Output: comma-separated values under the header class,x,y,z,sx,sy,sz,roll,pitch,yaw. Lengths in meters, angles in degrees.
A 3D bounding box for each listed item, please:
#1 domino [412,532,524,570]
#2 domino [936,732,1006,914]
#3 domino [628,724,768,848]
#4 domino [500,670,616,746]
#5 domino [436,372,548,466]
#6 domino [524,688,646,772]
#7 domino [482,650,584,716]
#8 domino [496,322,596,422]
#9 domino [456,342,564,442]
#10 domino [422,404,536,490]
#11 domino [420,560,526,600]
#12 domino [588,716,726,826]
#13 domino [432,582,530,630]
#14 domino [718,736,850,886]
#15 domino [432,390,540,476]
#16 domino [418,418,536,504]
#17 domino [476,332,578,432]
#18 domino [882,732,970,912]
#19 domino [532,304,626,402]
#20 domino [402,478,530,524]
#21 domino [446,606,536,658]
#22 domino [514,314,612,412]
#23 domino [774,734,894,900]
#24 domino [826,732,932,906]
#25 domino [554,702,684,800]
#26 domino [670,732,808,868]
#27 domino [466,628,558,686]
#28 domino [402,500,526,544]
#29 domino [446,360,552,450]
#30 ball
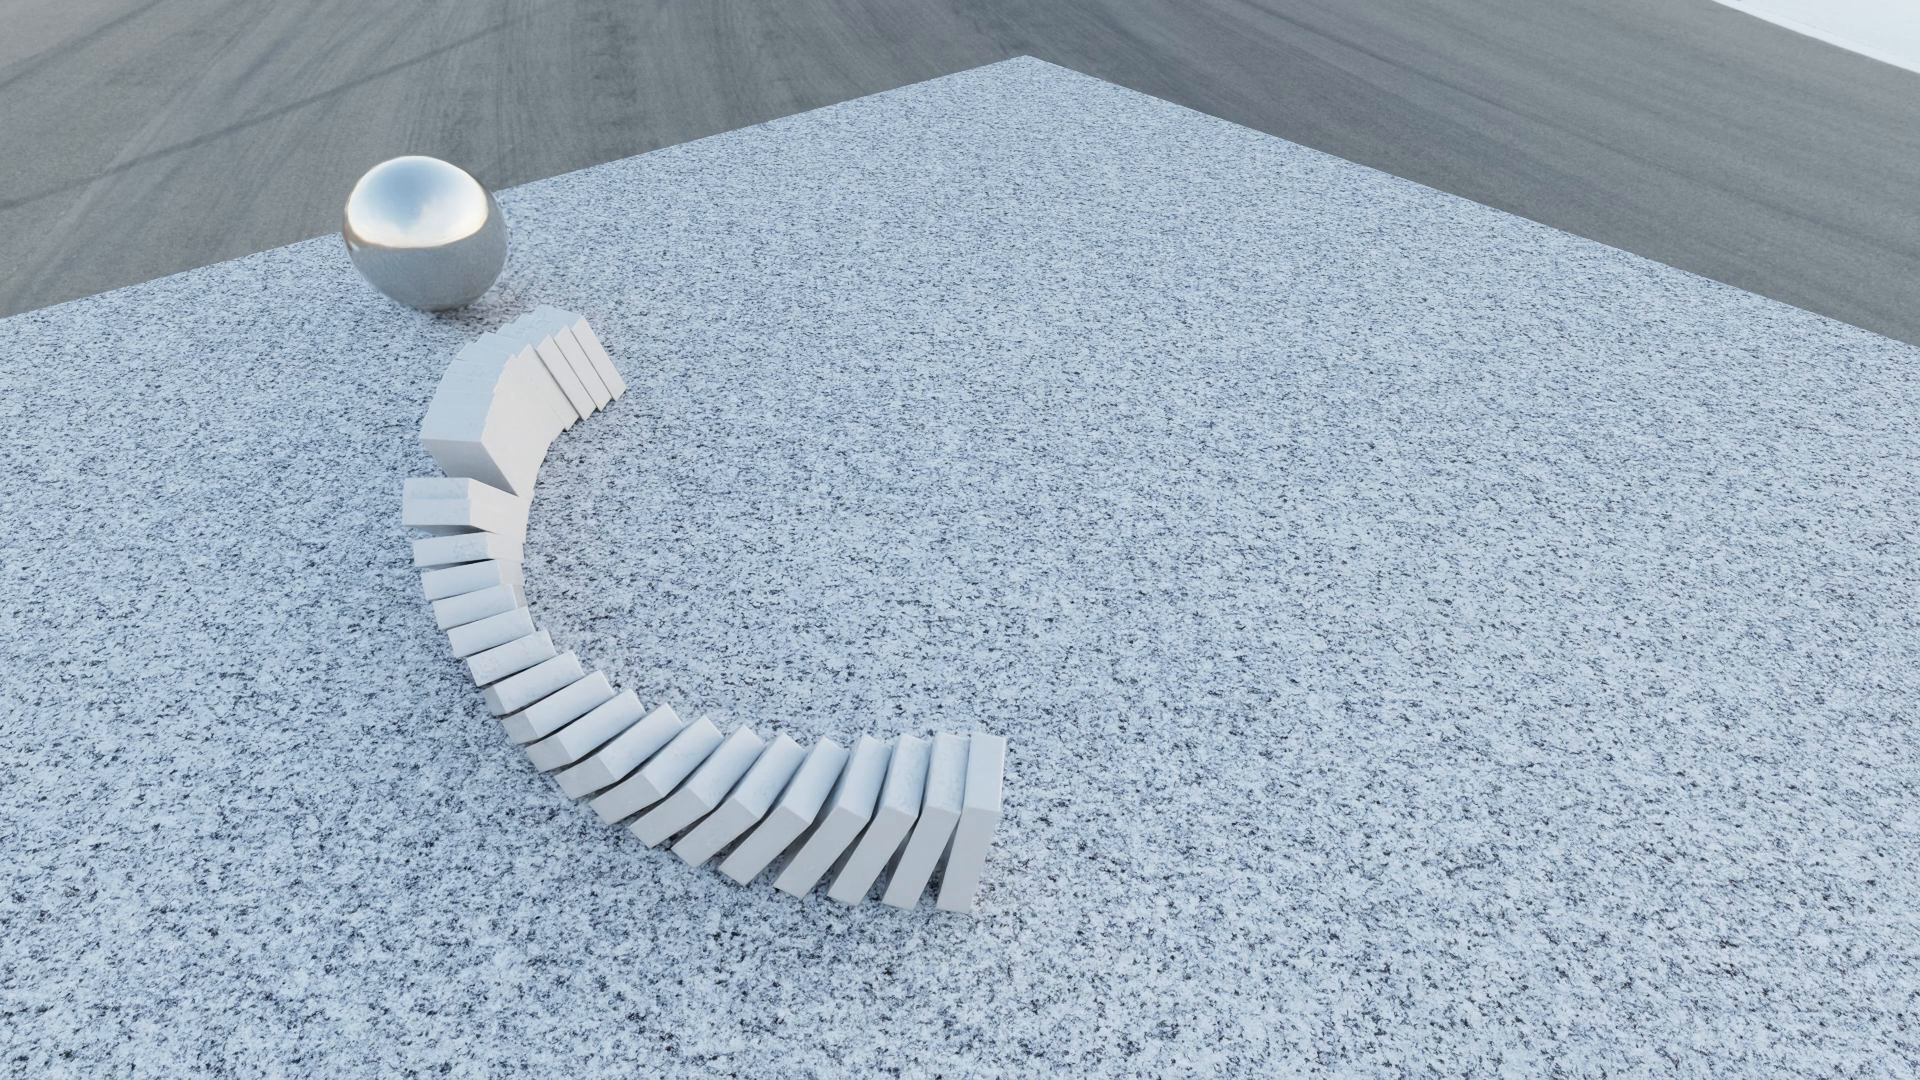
class,x,y,z,sx,sy,sz,roll,pitch,yaw
domino,-0.183,0.005,0.413,0.025,0.010,0.050,-7,-2,-9
domino,0.003,0.081,0.312,0.010,0.050,0.025,11,40,-2
domino,-0.078,0.074,0.326,0.010,0.050,0.025,46,47,-6
domino,-0.130,0.054,0.352,0.025,0.009,0.050,-30,4,-32
domino,-0.200,-0.051,0.473,0.025,0.050,0.009,8,59,10
domino,-0.118,0.060,0.344,0.025,0.050,0.009,-34,95,-34
domino,-0.141,0.047,0.361,0.025,0.009,0.050,-26,3,-29
domino,-0.190,-0.076,0.505,0.025,0.050,0.010,17,62,19
domino,-0.200,-0.065,0.491,0.025,0.050,0.010,17,62,19
domino,-0.198,-0.037,0.456,0.025,0.050,0.009,4,59,5
domino,-0.177,0.015,0.402,0.025,0.010,0.050,-11,0,-13
domino,-0.092,0.070,0.331,0.009,0.050,0.025,51,49,-6
domino,-0.169,0.024,0.391,0.025,0.010,0.050,-15,1,-18
domino,-0.051,0.079,0.317,0.010,0.050,0.025,36,43,-6
domino,-0.199,-0.043,0.464,0.025,0.050,0.009,4,59,5
domino,-0.196,-0.030,0.448,0.025,0.050,0.009,3,59,4
domino,-0.196,-0.071,0.498,0.025,0.050,0.009,17,62,19
domino,-0.010,0.080,0.313,0.009,0.050,0.025,16,39,-6
domino,-0.179,-0.087,0.518,0.025,0.050,0.009,17,62,19
domino,-0.194,-0.015,0.434,0.025,0.050,0.009,0,82,4
domino,-0.161,0.032,0.380,0.025,0.010,0.050,-19,2,-21
domino,-0.185,-0.082,0.511,0.025,0.050,0.009,17,62,19
domino,-0.037,0.080,0.315,0.009,0.050,0.025,28,40,-9
domino,-0.023,0.080,0.314,0.009,0.050,0.025,22,39,-8
domino,-0.105,0.065,0.337,0.025,0.050,0.009,-39,96,-37
domino,-0.065,0.077,0.321,0.009,0.050,0.025,42,45,-6
domino,-0.151,0.040,0.370,0.025,0.009,0.050,-22,2,-25
domino,-0.190,-0.007,0.425,0.025,0.050,0.010,0,82,1
domino,-0.201,-0.057,0.481,0.025,0.050,0.009,9,59,11
ball,-0.284,-0.163,0.587,0.080,0.080,0.080,0,39,0
